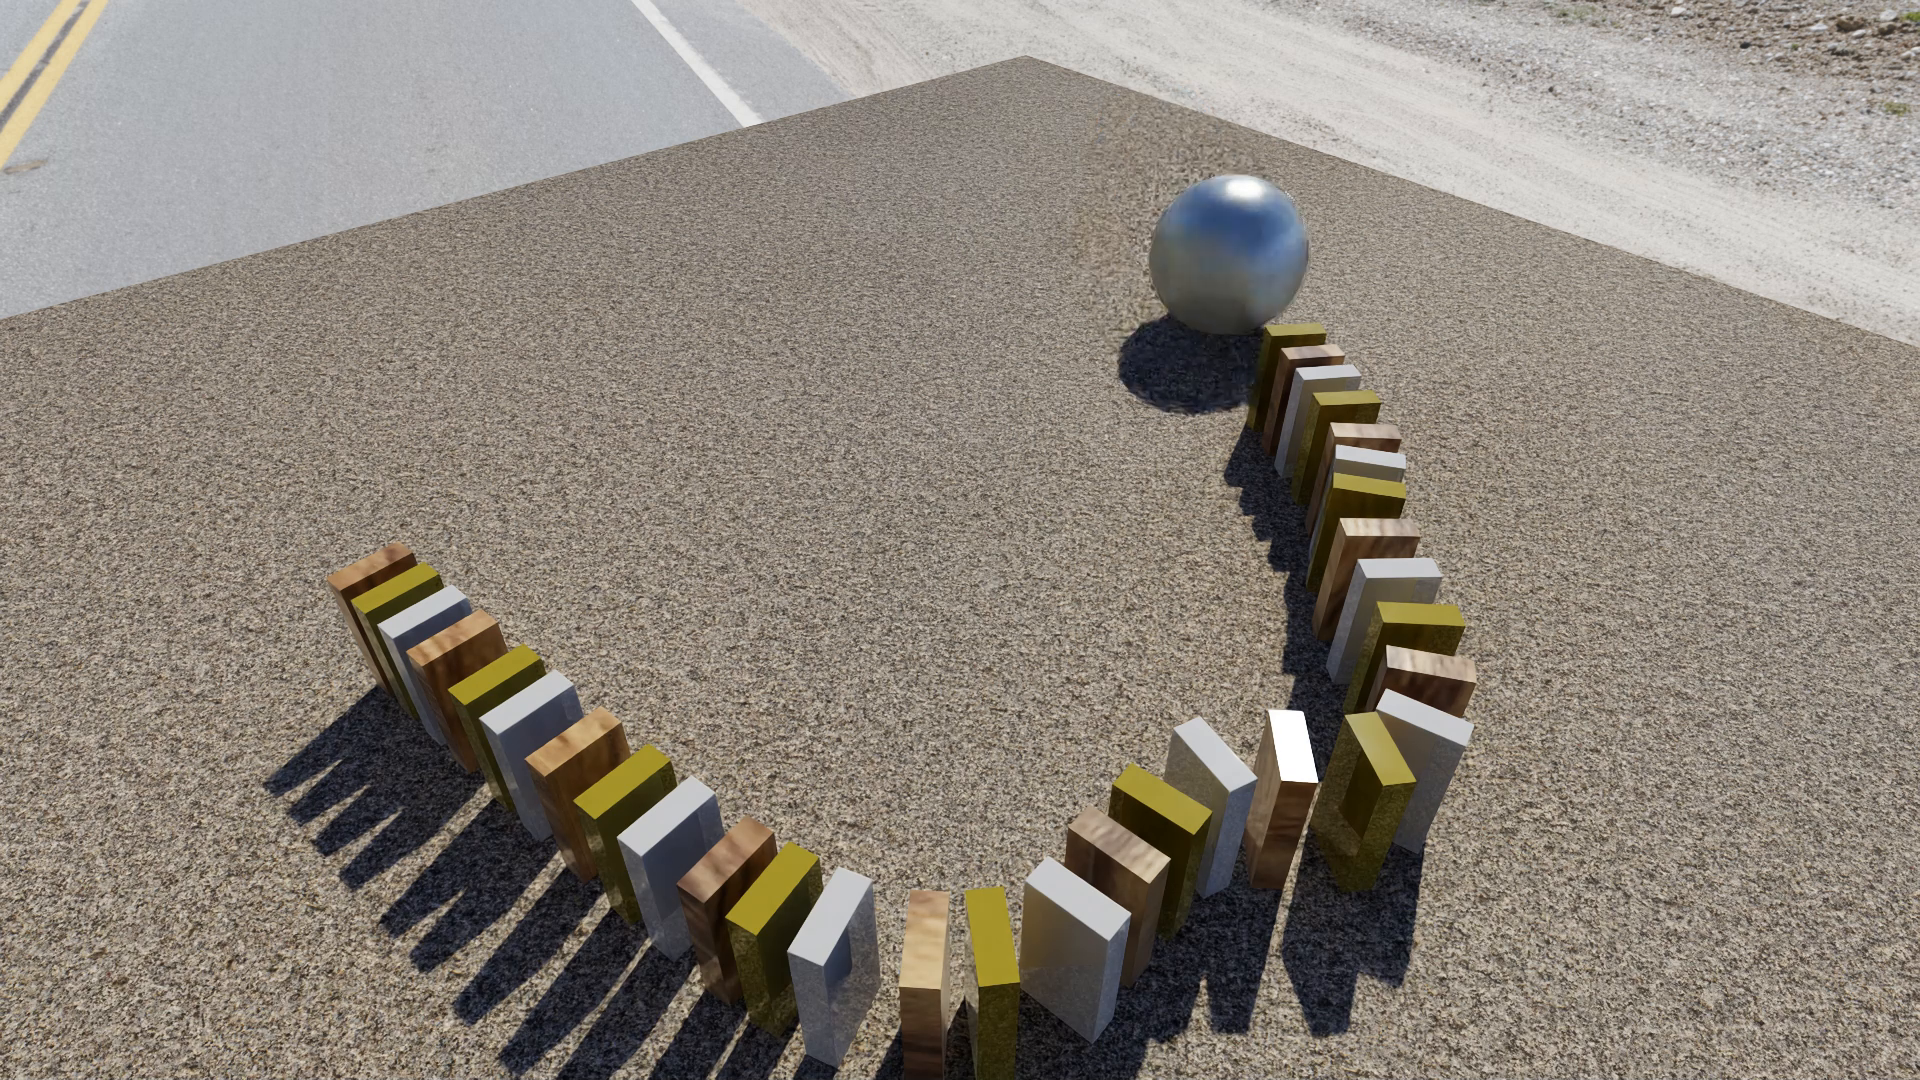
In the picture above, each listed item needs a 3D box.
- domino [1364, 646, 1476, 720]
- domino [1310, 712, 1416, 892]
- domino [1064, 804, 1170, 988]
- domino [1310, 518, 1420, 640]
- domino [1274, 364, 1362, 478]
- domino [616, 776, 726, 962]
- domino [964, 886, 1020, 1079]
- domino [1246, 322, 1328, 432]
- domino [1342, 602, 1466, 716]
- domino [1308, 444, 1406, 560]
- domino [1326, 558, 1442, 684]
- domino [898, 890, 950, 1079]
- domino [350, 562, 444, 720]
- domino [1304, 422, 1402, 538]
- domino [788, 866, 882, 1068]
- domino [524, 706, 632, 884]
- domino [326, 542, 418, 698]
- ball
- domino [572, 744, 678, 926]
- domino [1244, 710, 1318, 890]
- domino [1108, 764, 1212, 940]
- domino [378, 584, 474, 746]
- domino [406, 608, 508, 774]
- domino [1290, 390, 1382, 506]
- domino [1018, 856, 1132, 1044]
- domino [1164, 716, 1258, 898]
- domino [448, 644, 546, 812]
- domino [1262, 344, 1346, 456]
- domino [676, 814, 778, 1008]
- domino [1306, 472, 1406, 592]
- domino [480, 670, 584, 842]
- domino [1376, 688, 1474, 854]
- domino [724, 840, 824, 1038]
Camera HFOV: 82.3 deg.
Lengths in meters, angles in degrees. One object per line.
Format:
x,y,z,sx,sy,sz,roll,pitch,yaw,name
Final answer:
0.140,0.056,0.343,0.025,0.050,0.009,10,40,11,domino
0.115,0.076,0.318,0.009,0.050,0.025,-5,40,-6,domino
0.040,0.096,0.294,0.025,0.050,0.009,29,48,31,domino
0.144,0.015,0.393,0.025,0.050,0.009,1,39,1,domino
0.153,-0.050,0.473,0.025,0.050,0.009,-5,40,-6,domino
-0.076,0.091,0.301,0.010,0.050,0.025,26,46,28,domino
0.007,0.112,0.275,0.010,0.050,0.025,-4,40,-5,domino
0.148,-0.074,0.501,0.025,0.050,0.009,-4,39,-5,domino
0.144,0.042,0.360,0.025,0.050,0.010,3,39,3,domino
0.153,-0.012,0.426,0.025,0.050,0.010,10,40,12,domino
0.144,0.029,0.377,0.025,0.050,0.010,-1,39,-1,domino
-0.008,0.113,0.274,0.009,0.050,0.025,3,39,3,domino
-0.182,0.034,0.369,0.010,0.050,0.025,29,47,30,domino
0.156,-0.023,0.439,0.025,0.050,0.010,3,39,3,domino
-0.031,0.109,0.279,0.009,0.050,0.025,15,42,18,domino
-0.107,0.075,0.320,0.010,0.050,0.025,28,47,30,domino
-0.194,0.028,0.378,0.010,0.050,0.025,28,47,30,domino
0.138,-0.146,0.566,0.080,0.080,0.080,0,39,0,ball
-0.090,0.083,0.310,0.009,0.050,0.025,27,46,29,domino
0.092,0.076,0.319,0.010,0.050,0.025,3,39,3,domino
0.053,0.087,0.305,0.025,0.050,0.010,28,47,30,domino
-0.169,0.042,0.361,0.009,0.050,0.025,29,47,30,domino
-0.155,0.049,0.352,0.010,0.050,0.025,29,47,30,domino
0.156,-0.038,0.458,0.025,0.050,0.010,-3,39,-4,domino
0.028,0.106,0.282,0.025,0.050,0.009,28,47,30,domino
0.070,0.078,0.317,0.010,0.050,0.025,-19,43,-21,domino
-0.137,0.059,0.340,0.009,0.050,0.025,28,47,30,domino
0.151,-0.061,0.486,0.025,0.050,0.009,-5,40,-6,domino
-0.059,0.099,0.291,0.010,0.050,0.025,24,45,26,domino
0.147,0.000,0.412,0.025,0.050,0.009,10,40,12,domino
-0.124,0.066,0.331,0.009,0.050,0.025,28,47,30,domino
0.132,0.069,0.327,0.025,0.050,0.010,23,45,26,domino
-0.046,0.104,0.285,0.009,0.050,0.025,20,44,23,domino
